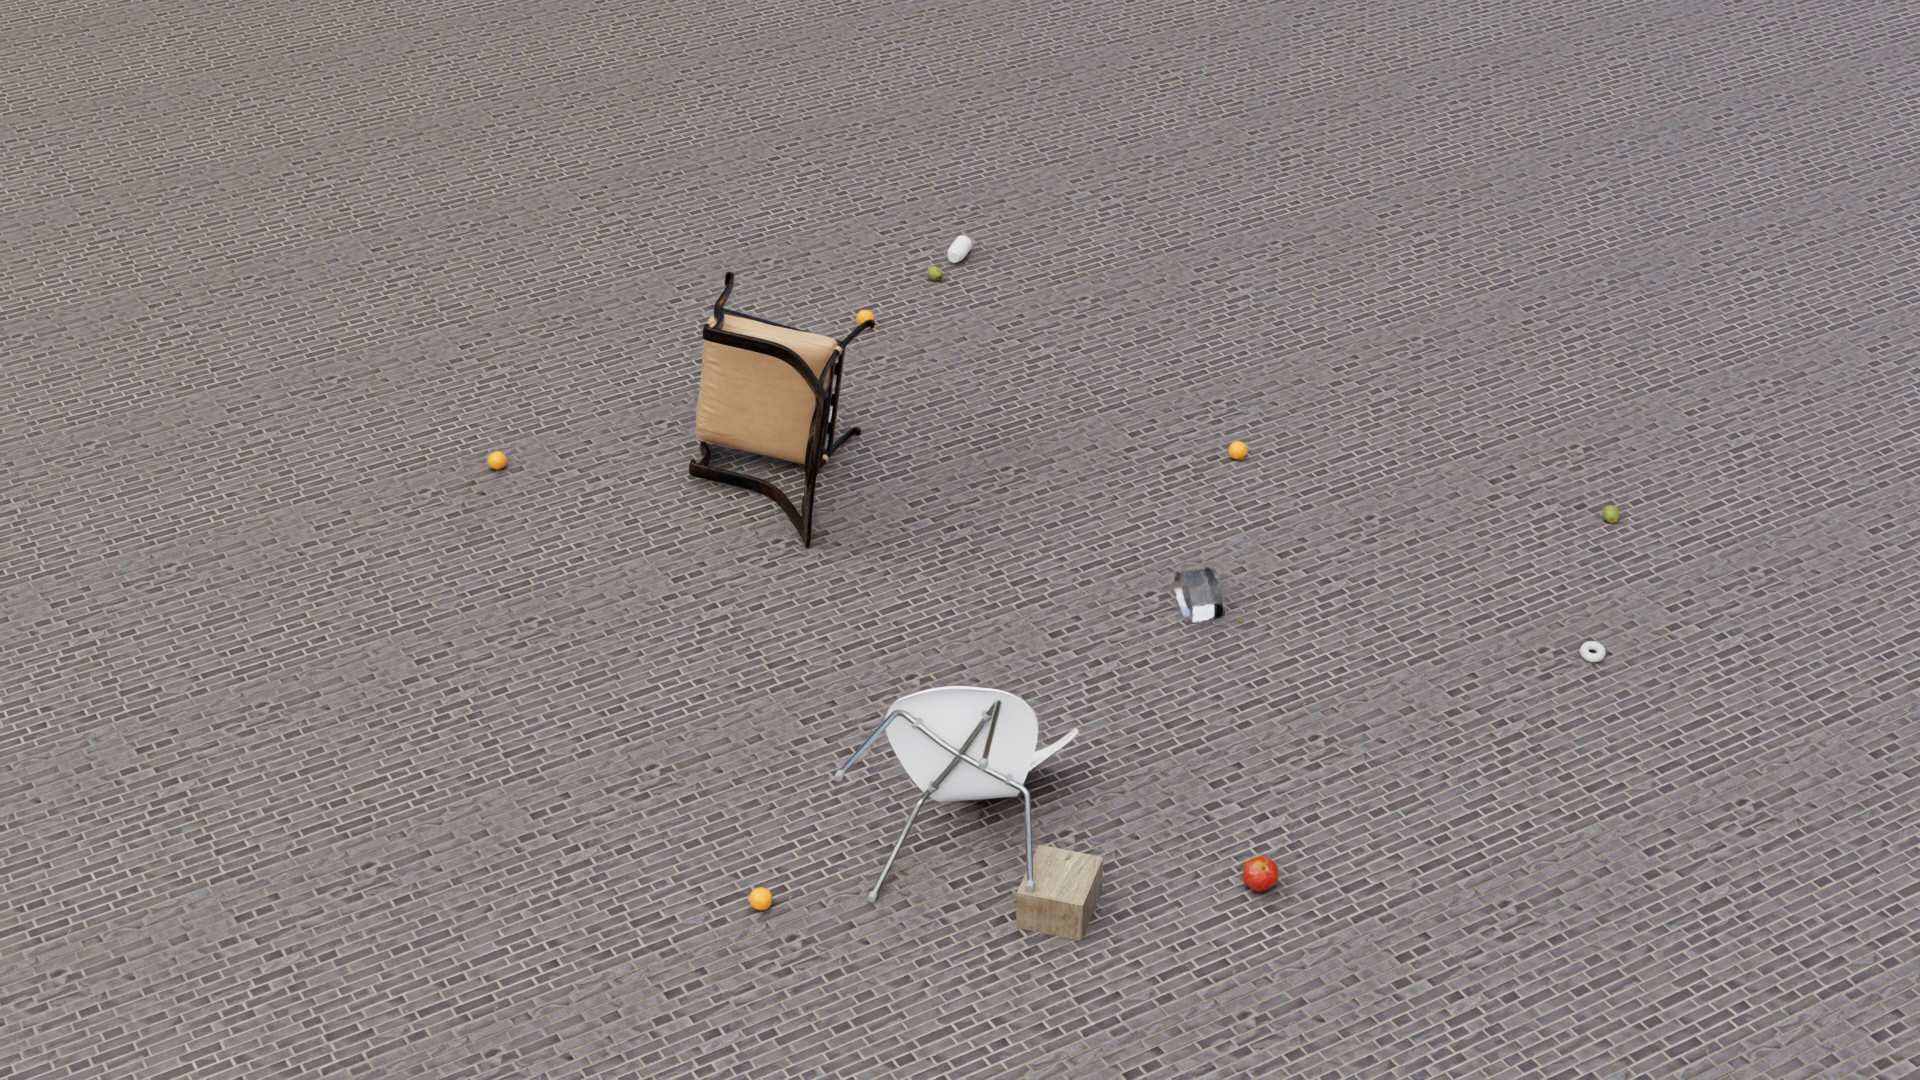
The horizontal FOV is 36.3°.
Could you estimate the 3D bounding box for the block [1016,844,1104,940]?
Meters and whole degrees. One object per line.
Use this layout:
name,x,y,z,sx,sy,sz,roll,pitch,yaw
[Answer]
block,0.312,1.099,9.147,0.210,0.142,0.244,10,35,14

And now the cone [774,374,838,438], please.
cone,-0.615,-0.576,11.635,0.257,0.202,0.325,-2,33,-2

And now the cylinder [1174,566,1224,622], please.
cylinder,0.855,0.195,10.511,0.112,0.149,0.224,-8,42,-12

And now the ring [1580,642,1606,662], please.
ring,2.228,0.394,10.321,0.089,0.029,0.116,4,33,8
